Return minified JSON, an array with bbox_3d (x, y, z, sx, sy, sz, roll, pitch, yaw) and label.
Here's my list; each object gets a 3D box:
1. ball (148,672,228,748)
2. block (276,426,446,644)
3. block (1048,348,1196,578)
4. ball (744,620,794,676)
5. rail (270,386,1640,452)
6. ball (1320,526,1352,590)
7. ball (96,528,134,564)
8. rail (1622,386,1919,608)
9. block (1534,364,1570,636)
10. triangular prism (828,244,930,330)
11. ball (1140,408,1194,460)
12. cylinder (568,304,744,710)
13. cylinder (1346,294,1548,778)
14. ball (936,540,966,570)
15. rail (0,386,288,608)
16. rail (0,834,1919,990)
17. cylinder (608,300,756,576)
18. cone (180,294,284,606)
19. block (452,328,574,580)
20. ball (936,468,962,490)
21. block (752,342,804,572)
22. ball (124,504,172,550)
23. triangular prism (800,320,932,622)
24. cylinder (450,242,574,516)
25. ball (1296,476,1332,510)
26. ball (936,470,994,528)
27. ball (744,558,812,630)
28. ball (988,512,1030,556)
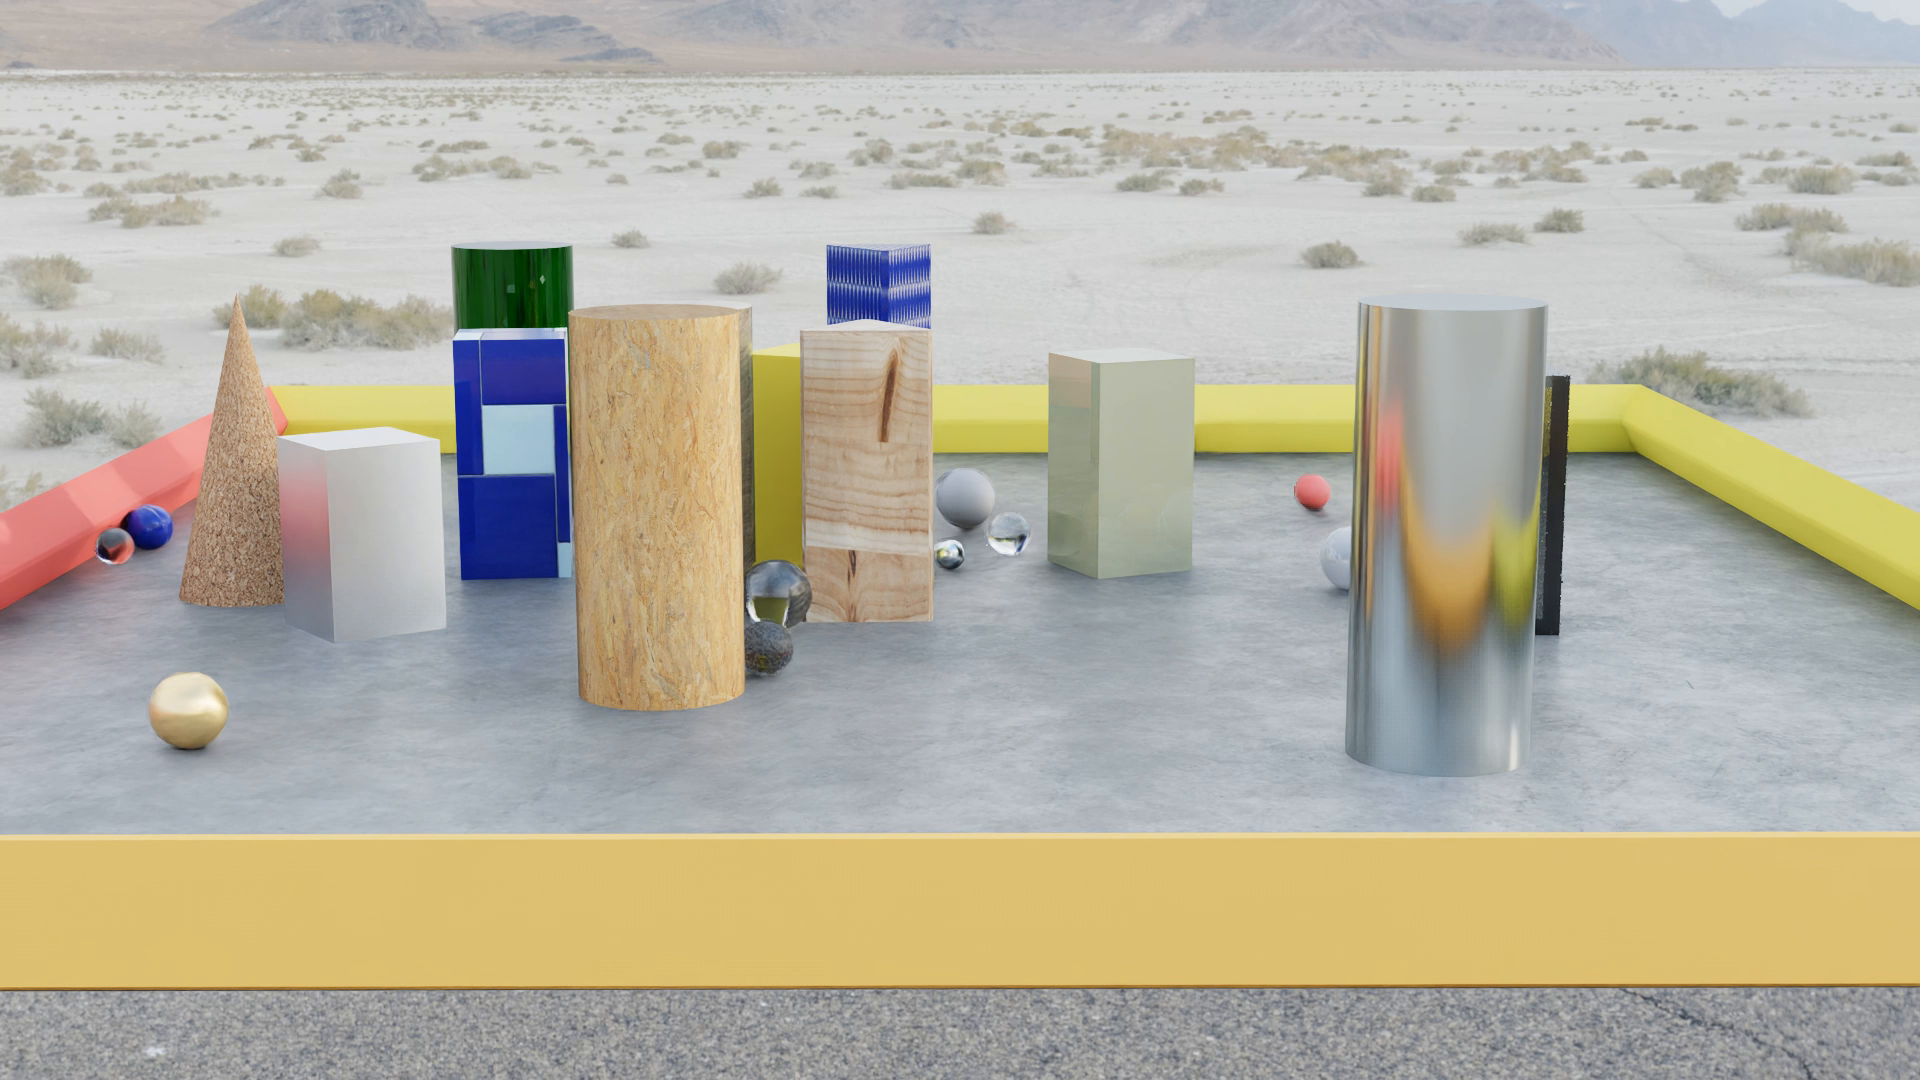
[{"bbox_3d":[-0.832,0.183,2.764,0.083,0.083,0.083,0,11,0],"label":"ball"},{"bbox_3d":[-0.781,-0.010,3.349,0.156,0.249,0.156,-8,13,-37],"label":"block"},{"bbox_3d":[0.234,-0.116,3.750,0.156,0.310,0.156,-5,12,-25],"label":"block"},{"bbox_3d":[-0.234,0.130,3.091,0.067,0.067,0.067,0,11,0],"label":"ball"},{"bbox_3d":[-0.008,-0.226,4.841,2.597,0.127,0.045,0,11,0],"label":"rail"},{"bbox_3d":[0.549,0.025,3.595,0.090,0.090,0.090,0,11,0],"label":"ball"},{"bbox_3d":[-1.244,0.009,3.777,0.055,0.055,0.055,0,11,0],"label":"ball"},{"bbox_3d":[1.275,0.031,3.456,0.045,0.127,2.879,0,11,0],"label":"rail"},{"bbox_3d":[0.697,-0.057,3.361,0.156,0.337,0.156,0,11,1],"label":"block"},{"bbox_3d":[-0.109,-0.265,4.215,0.146,0.435,0.169,-7,13,-35],"label":"triangular prism"},{"bbox_3d":[0.385,-0.198,4.778,0.097,0.097,0.097,0,11,0],"label":"ball"},{"bbox_3d":[-0.351,-0.042,2.982,0.195,0.446,0.195,0,11,0],"label":"cylinder"},{"bbox_3d":[0.511,-0.010,2.706,0.195,0.483,0.195,0,11,0],"label":"cylinder"},{"bbox_3d":[-0.014,0.021,3.746,0.044,0.044,0.044,0,11,0],"label":"ball"},{"bbox_3d":[-1.275,0.034,3.442,0.045,0.127,2.879,0,11,0],"label":"rail"},{"bbox_3d":[0.008,0.291,2.057,2.597,0.127,0.045,0,11,0],"label":"rail"},{"bbox_3d":[-0.375,-0.112,3.460,0.195,0.408,0.195,0,11,0],"label":"cylinder"},{"bbox_3d":[-0.989,-0.133,3.546,0.195,0.419,0.195,0,11,0],"label":"cone"},{"bbox_3d":[-0.646,-0.128,3.724,0.156,0.344,0.156,-1,11,-7],"label":"block"},{"bbox_3d":[-0.002,-0.079,4.192,0.076,0.076,0.076,0,11,0],"label":"ball"},{"bbox_3d":[-0.203,-0.107,3.656,0.156,0.327,0.156,5,12,26],"label":"block"},{"bbox_3d":[-1.230,-0.020,3.891,0.070,0.070,0.070,0,11,0],"label":"ball"},{"bbox_3d":[-0.124,-0.096,3.434,0.169,0.386,0.146,0,11,-2],"label":"triangular prism"},{"bbox_3d":[-0.723,-0.260,4.180,0.195,0.438,0.195,0,11,0],"label":"cylinder"},{"bbox_3d":[0.586,-0.079,4.248,0.057,0.057,0.057,0,11,0],"label":"ball"},{"bbox_3d":[0.008,-0.066,4.076,0.093,0.093,0.093,0,11,0],"label":"ball"},{"bbox_3d":[-0.239,0.071,3.336,0.094,0.094,0.094,0,11,0],"label":"ball"},{"bbox_3d":[0.073,-0.009,3.851,0.065,0.065,0.065,0,11,0],"label":"ball"}]
